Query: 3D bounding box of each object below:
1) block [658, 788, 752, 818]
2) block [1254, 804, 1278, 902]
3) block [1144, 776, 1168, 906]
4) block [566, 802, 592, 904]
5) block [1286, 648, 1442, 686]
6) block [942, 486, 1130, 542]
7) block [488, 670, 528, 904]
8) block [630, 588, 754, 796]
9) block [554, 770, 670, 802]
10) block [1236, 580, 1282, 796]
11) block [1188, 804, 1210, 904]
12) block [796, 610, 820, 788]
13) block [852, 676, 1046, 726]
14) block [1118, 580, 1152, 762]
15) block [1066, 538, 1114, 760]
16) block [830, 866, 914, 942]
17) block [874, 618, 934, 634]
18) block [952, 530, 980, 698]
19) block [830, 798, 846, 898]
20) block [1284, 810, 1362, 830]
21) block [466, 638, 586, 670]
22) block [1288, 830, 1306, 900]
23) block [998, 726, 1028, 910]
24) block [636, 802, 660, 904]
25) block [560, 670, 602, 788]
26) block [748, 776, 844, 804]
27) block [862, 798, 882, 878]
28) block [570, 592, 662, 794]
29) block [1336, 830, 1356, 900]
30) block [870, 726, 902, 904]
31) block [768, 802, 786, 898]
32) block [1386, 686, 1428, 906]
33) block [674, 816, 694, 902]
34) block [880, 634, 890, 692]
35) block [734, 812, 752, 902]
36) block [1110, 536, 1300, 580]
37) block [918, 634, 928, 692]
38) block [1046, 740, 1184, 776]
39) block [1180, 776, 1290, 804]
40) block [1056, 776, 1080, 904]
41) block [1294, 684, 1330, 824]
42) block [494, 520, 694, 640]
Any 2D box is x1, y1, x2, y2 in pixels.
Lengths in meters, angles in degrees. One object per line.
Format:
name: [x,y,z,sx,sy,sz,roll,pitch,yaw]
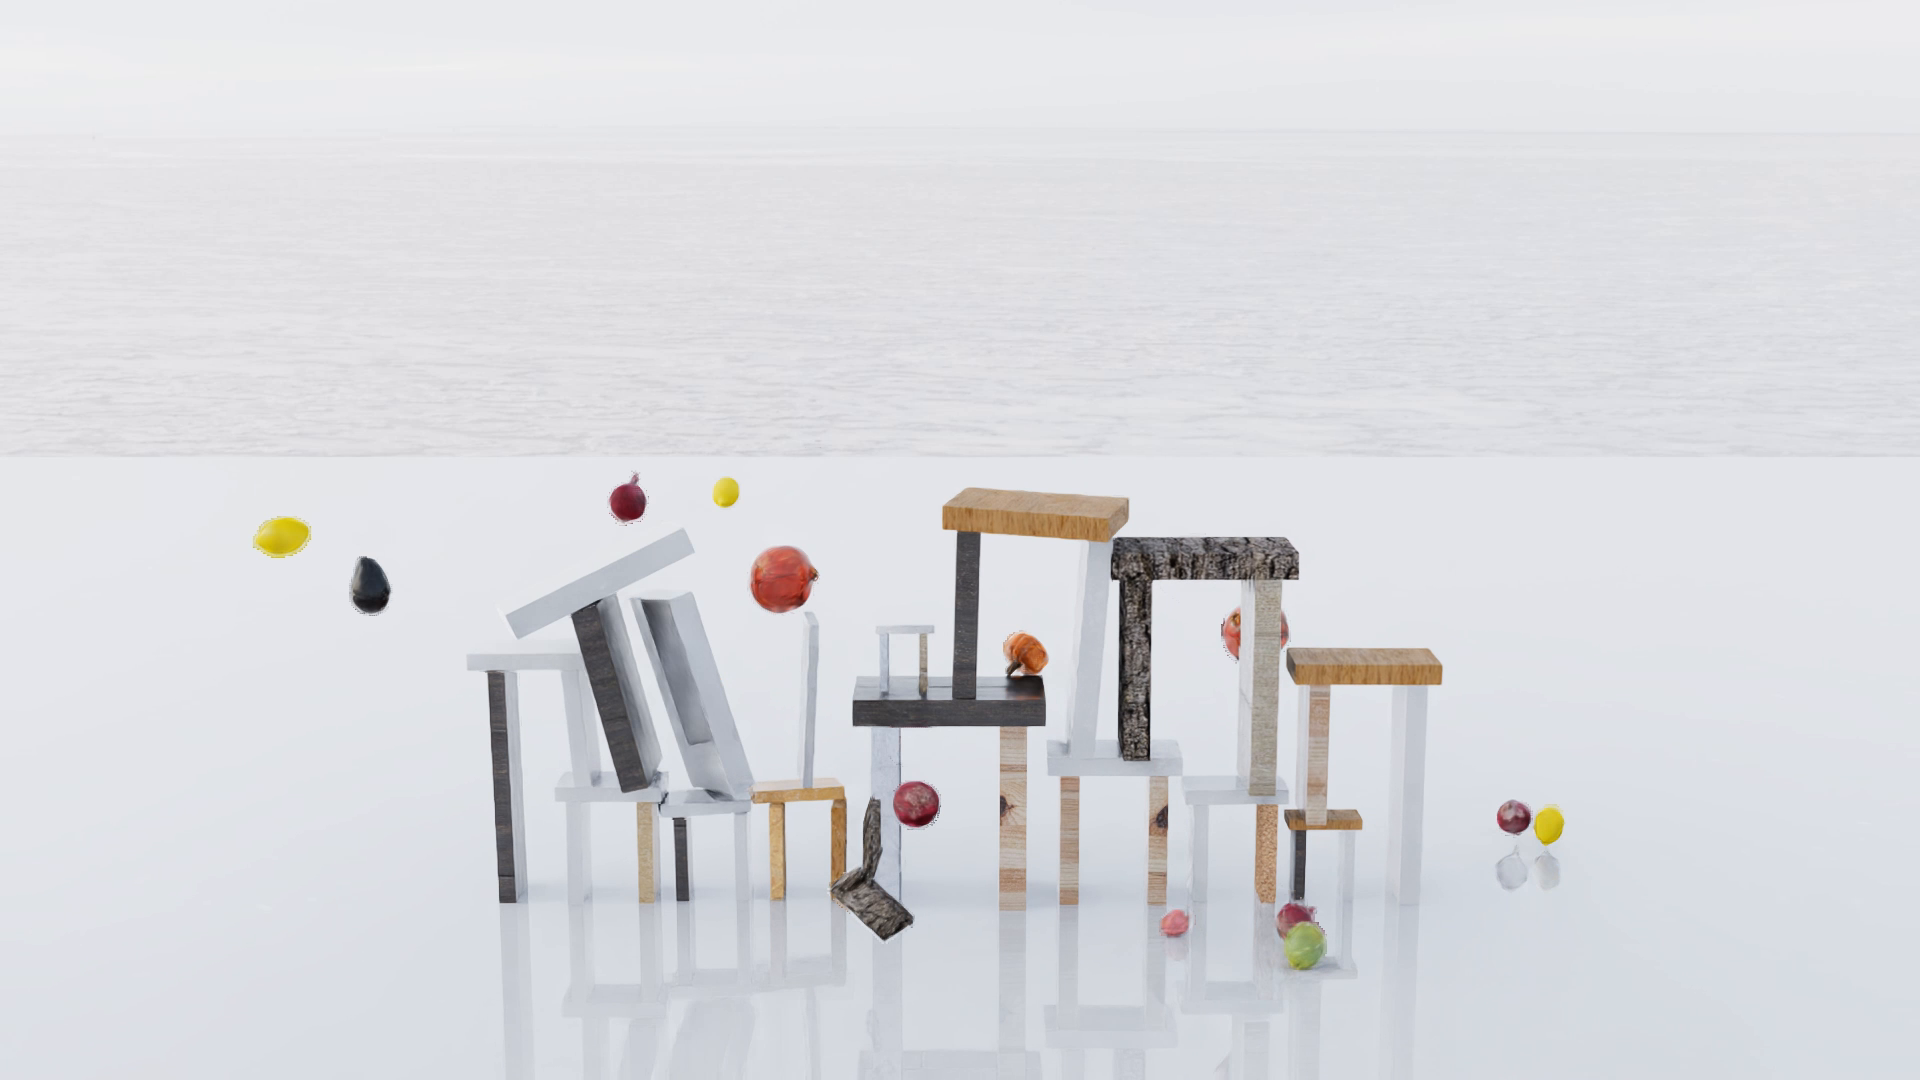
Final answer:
block: [-0.423,0.433,3.637,0.148,0.021,0.074,-2,12,-12]
block: [0.508,0.507,3.651,0.024,0.169,0.085,0,11,0]
block: [0.325,0.483,3.645,0.031,0.220,0.110,0,11,1]
block: [-0.632,0.504,3.648,0.025,0.175,0.087,1,12,0]
block: [0.659,0.206,3.598,0.236,0.033,0.118,0,11,1]
block: [0.122,-0.042,3.516,0.272,0.039,0.136,4,16,17]
block: [-0.747,0.395,3.635,0.028,0.396,0.098,-1,11,0]
block: [-0.442,0.248,3.625,0.044,0.339,0.156,-23,12,-30]
block: [-0.573,0.407,3.628,0.175,0.025,0.087,0,12,1]
block: [0.489,0.226,3.597,0.042,0.356,0.149,0,11,-1]
block: [0.395,0.507,3.650,0.024,0.169,0.085,0,11,0]
block: [-0.251,0.265,3.637,0.016,0.296,0.057,-2,22,-15]
block: [-0.017,0.264,3.604,0.311,0.044,0.155,0,11,0]
block: [0.285,0.197,3.595,0.042,0.299,0.149,0,11,0]
block: [0.209,0.156,3.577,0.039,0.376,0.136,4,15,-2]
block: [-0.128,0.527,3.183,0.057,0.114,0.016,-38,16,28]
block: [-0.090,0.141,3.582,0.096,0.014,0.048,0,11,-2]
block: [0.010,0.107,3.579,0.039,0.272,0.136,1,11,0]
block: [-0.202,0.511,3.664,0.021,0.151,0.076,1,6,0]
block: [0.602,0.463,3.644,0.121,0.017,0.060,0,11,0]
block: [-0.696,0.186,3.591,0.196,0.028,0.098,-1,11,1]
block: [0.562,0.531,3.657,0.017,0.121,0.060,0,11,0]
block: [0.086,0.438,3.636,0.044,0.311,0.155,0,11,0]
block: [-0.516,0.504,3.648,0.025,0.175,0.087,0,12,0]
block: [-0.621,0.297,3.610,0.028,0.196,0.098,-4,11,2]
block: [-0.277,0.421,3.696,0.151,0.021,0.076,-2,6,-15]
block: [-0.138,0.467,3.450,0.016,0.057,0.114,9,38,-11]
block: [-0.559,0.239,3.593,0.044,0.312,0.156,-13,13,4]
block: [0.642,0.531,3.657,0.017,0.121,0.060,0,11,0]
block: [-0.121,0.438,3.636,0.044,0.310,0.155,0,11,0]
block: [-0.304,0.511,3.664,0.021,0.151,0.076,-1,6,-1]
block: [0.738,0.406,3.638,0.033,0.373,0.118,0,11,0]
block: [-0.459,0.516,3.654,0.021,0.148,0.074,-1,12,-1]
block: [-0.124,0.194,3.594,0.014,0.096,0.048,0,11,1]
block: [-0.360,0.516,3.655,0.021,0.149,0.074,-1,12,0]
block: [0.389,0.029,3.562,0.299,0.042,0.149,0,11,0]
block: [-0.060,0.195,3.593,0.014,0.096,0.048,0,11,0]
block: [0.252,0.359,3.626,0.220,0.031,0.110,0,11,0]
block: [0.452,0.413,3.632,0.169,0.024,0.085,0,11,-1]
block: [0.179,0.482,3.650,0.031,0.220,0.110,0,11,0]
block: [0.581,0.338,3.625,0.033,0.236,0.118,0,11,0]
block: [-0.591,0.062,3.548,0.312,0.044,0.156,-27,12,-14]
